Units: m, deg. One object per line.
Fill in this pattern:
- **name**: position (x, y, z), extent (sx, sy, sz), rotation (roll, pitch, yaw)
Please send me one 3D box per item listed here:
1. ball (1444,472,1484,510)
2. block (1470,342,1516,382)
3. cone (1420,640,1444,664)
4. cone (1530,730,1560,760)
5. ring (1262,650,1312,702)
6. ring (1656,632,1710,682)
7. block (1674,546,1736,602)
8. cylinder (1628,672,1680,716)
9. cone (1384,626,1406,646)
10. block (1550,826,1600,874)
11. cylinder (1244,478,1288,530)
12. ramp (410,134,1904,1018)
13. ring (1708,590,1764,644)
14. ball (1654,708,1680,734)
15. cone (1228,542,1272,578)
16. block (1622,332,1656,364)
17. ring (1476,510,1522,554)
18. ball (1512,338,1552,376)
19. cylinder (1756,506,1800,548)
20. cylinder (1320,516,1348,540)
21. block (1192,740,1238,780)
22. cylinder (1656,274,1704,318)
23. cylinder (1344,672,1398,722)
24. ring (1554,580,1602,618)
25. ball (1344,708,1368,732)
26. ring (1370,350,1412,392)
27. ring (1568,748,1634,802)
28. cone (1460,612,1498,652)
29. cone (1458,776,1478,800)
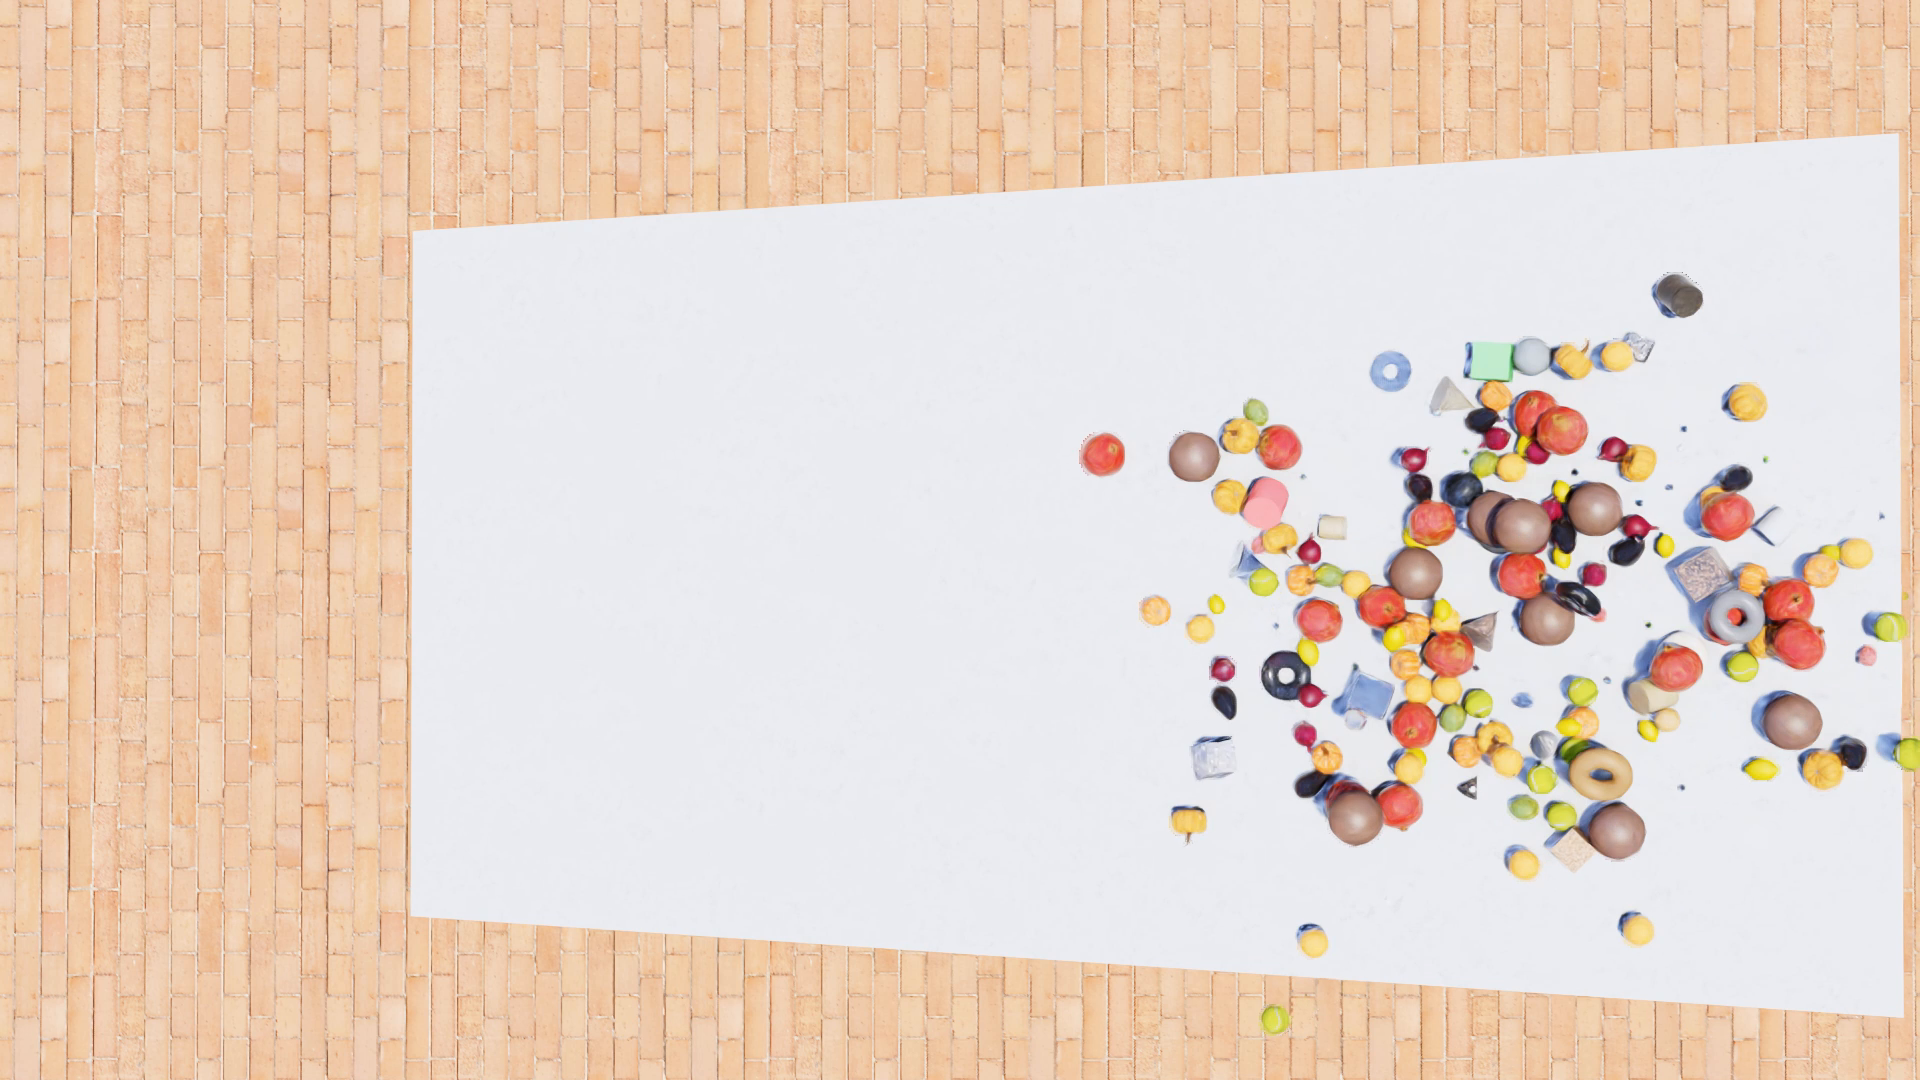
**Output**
- **ball**: position (1.207, -0.118, 5.260), extent (0.093, 0.093, 0.093), rotation (0, 89, 0)
- **block**: position (1.277, -0.426, 5.264), extent (0.087, 0.087, 0.087), rotation (5, 91, 21)
- **cone**: position (1.140, 0.271, 5.324), extent (0.058, 0.058, 0.058), rotation (0, 89, 21)
- **cone**: position (1.384, 0.490, 5.219), extent (0.071, 0.071, 0.071), rotation (0, 89, 21)
- **ring**: position (0.810, 0.337, 5.460), extent (0.127, 0.042, 0.127), rotation (-1, 88, 20)
- **ring**: position (1.683, 0.272, 5.119), extent (0.118, 0.039, 0.118), rotation (0, 90, 30)
- **block**: position (1.720, 0.079, 5.078), extent (0.091, 0.091, 0.091), rotation (-36, 77, 25)
- **cylinder**: position (1.612, 0.357, 5.109), extent (0.082, 0.082, 0.082), rotation (-17, 89, -15)
- **cone**: position (1.070, 0.246, 5.370), extent (0.050, 0.050, 0.050), rotation (33, 89, -9)
- **block**: position (1.451, 0.730, 5.188), extent (0.076, 0.076, 0.076), rotation (46, 105, 16)
- **cylinder**: position (0.751, -0.089, 5.391), extent (0.093, 0.093, 0.093), rotation (11, 126, 15)
- **ramp**: position (0.282, 0.088, 5.744), extent (4.000, 0.100, 2.000), rotation (0, 89, 21)
- **ring**: position (1.756, 0.173, 4.972), extent (0.126, 0.042, 0.126), rotation (0, 80, 0)
- **ball**: position (1.648, 0.420, 5.124), extent (0.060, 0.060, 0.060), rotation (0, 89, 0)
- **cone**: position (0.733, 0.063, 5.492), extent (0.097, 0.097, 0.097), rotation (18, 89, -6)
- **block**: position (1.593, -0.452, 5.159), extent (0.054, 0.054, 0.054), rotation (29, 99, 19)
- **ring**: position (1.294, -0.020, 5.280), extent (0.108, 0.036, 0.108), rotation (0, 90, 22)
- **ball**: position (1.360, -0.436, 5.230), extent (0.091, 0.091, 0.091), rotation (0, 89, 0)
- **cylinder**: position (1.874, -0.031, 5.037), extent (0.069, 0.069, 0.069), rotation (42, 104, 0)
- **cylinder**: position (0.920, -0.030, 5.412), extent (0.059, 0.059, 0.059), rotation (2, 89, 21)
- **block**: position (0.634, 0.548, 5.474), extent (0.078, 0.078, 0.078), rotation (-2, 74, -22)
- **cylinder**: position (1.669, -0.567, 5.100), extent (0.077, 0.077, 0.077), rotation (-5, 119, -9)
- **cylinder**: position (0.997, 0.380, 5.339), extent (0.093, 0.093, 0.093), rotation (26, 89, -4)
- **ring**: position (1.409, 0.134, 5.015), extent (0.116, 0.116, 0.039), rotation (36, 80, 0)
- **ball**: position (0.936, 0.425, 5.206), extent (0.055, 0.055, 0.055), rotation (0, 89, 0)
- **ring**: position (1.054, -0.412, 5.379), extent (0.104, 0.035, 0.104), rotation (0, 90, 22)
- **ring**: position (1.480, 0.542, 5.080), extent (0.146, 0.049, 0.146), rotation (9, 126, 13)
- **cone**: position (1.267, 0.203, 5.284), extent (0.092, 0.092, 0.092), rotation (41, 76, 0)
- **cone**: position (1.236, 0.589, 5.301), extent (0.053, 0.053, 0.053), rotation (36, 74, 0)
